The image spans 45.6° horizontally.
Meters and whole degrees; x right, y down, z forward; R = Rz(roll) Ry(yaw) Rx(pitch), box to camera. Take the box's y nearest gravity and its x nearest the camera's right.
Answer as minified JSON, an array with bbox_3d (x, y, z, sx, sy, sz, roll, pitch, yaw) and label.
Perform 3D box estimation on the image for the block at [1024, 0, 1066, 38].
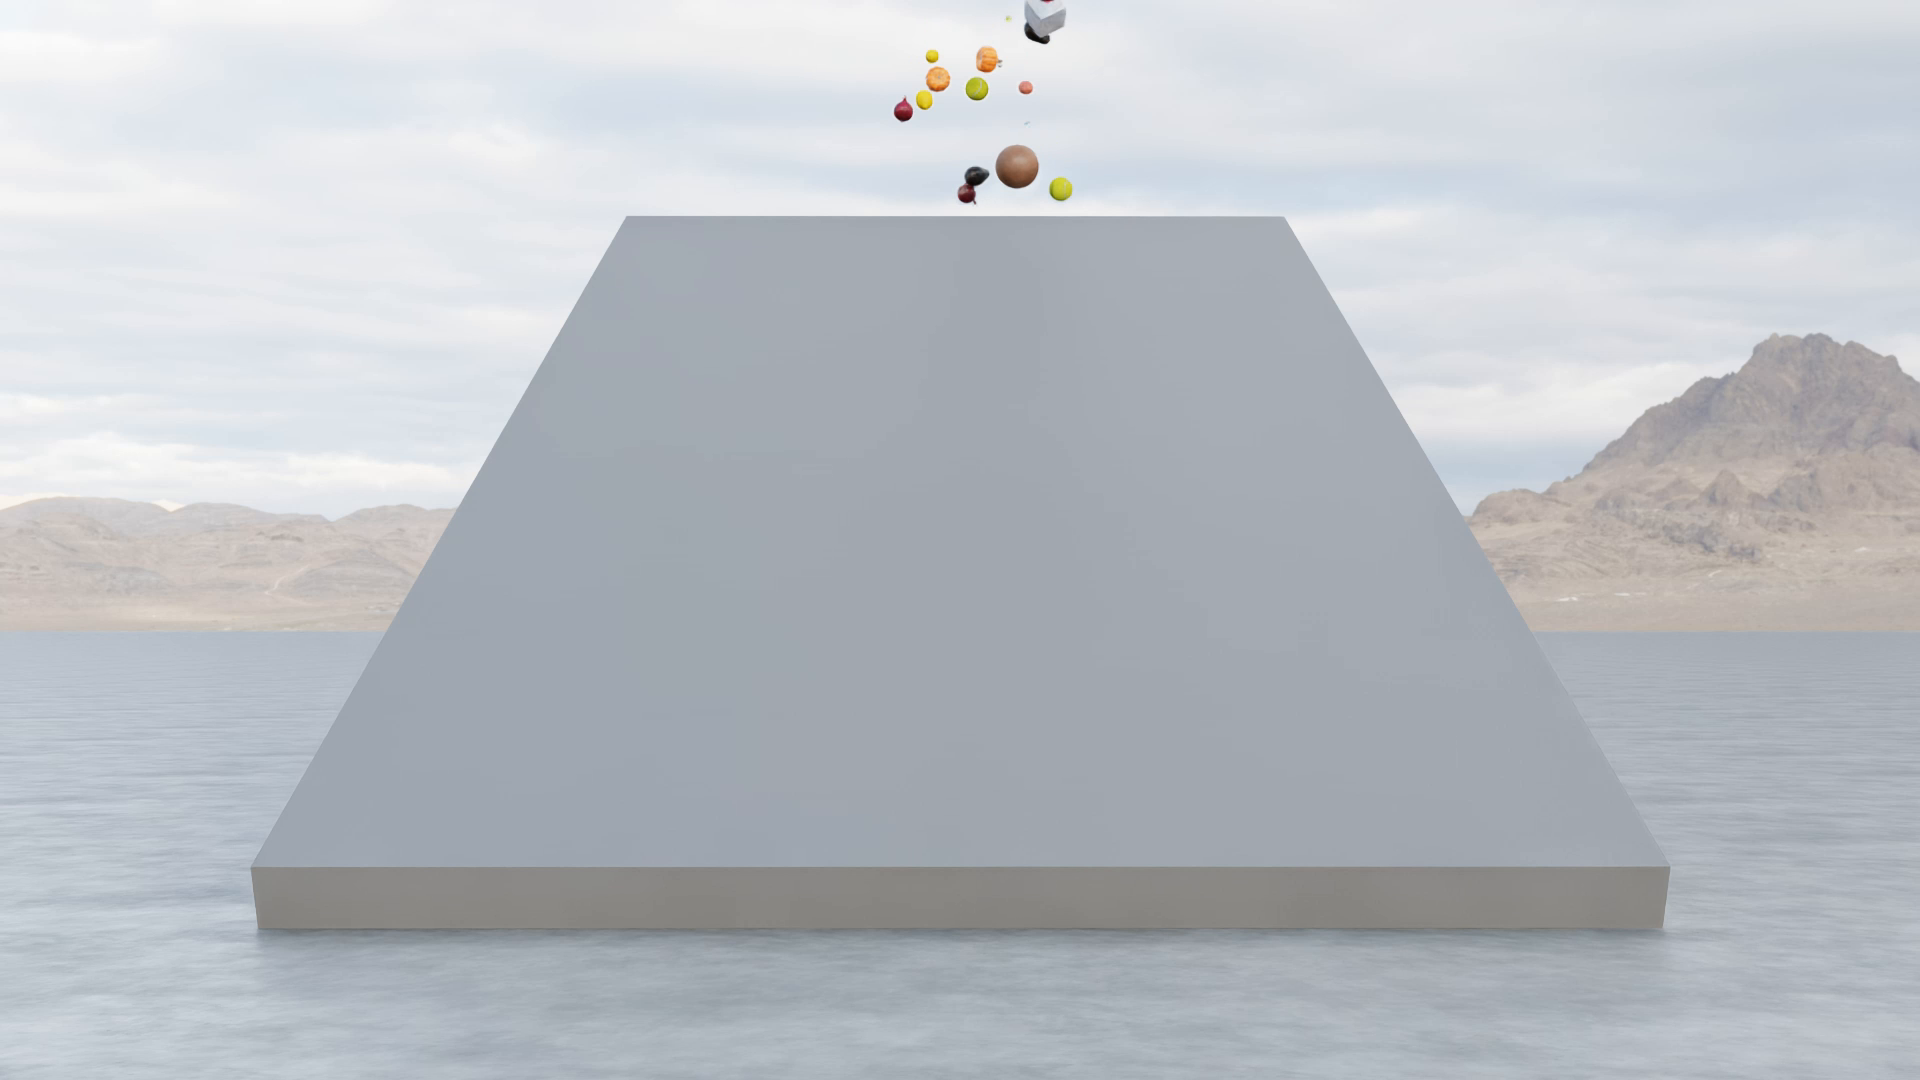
[{"bbox_3d":[0.248,-1.536,6.657,0.086,0.086,0.086,-28,-22,-12],"label":"block"}]

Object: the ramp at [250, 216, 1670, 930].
[{"bbox_3d":[-0.006,-0.216,5.099,2.000,0.100,4.000,0,21,0],"label":"ramp"}]
